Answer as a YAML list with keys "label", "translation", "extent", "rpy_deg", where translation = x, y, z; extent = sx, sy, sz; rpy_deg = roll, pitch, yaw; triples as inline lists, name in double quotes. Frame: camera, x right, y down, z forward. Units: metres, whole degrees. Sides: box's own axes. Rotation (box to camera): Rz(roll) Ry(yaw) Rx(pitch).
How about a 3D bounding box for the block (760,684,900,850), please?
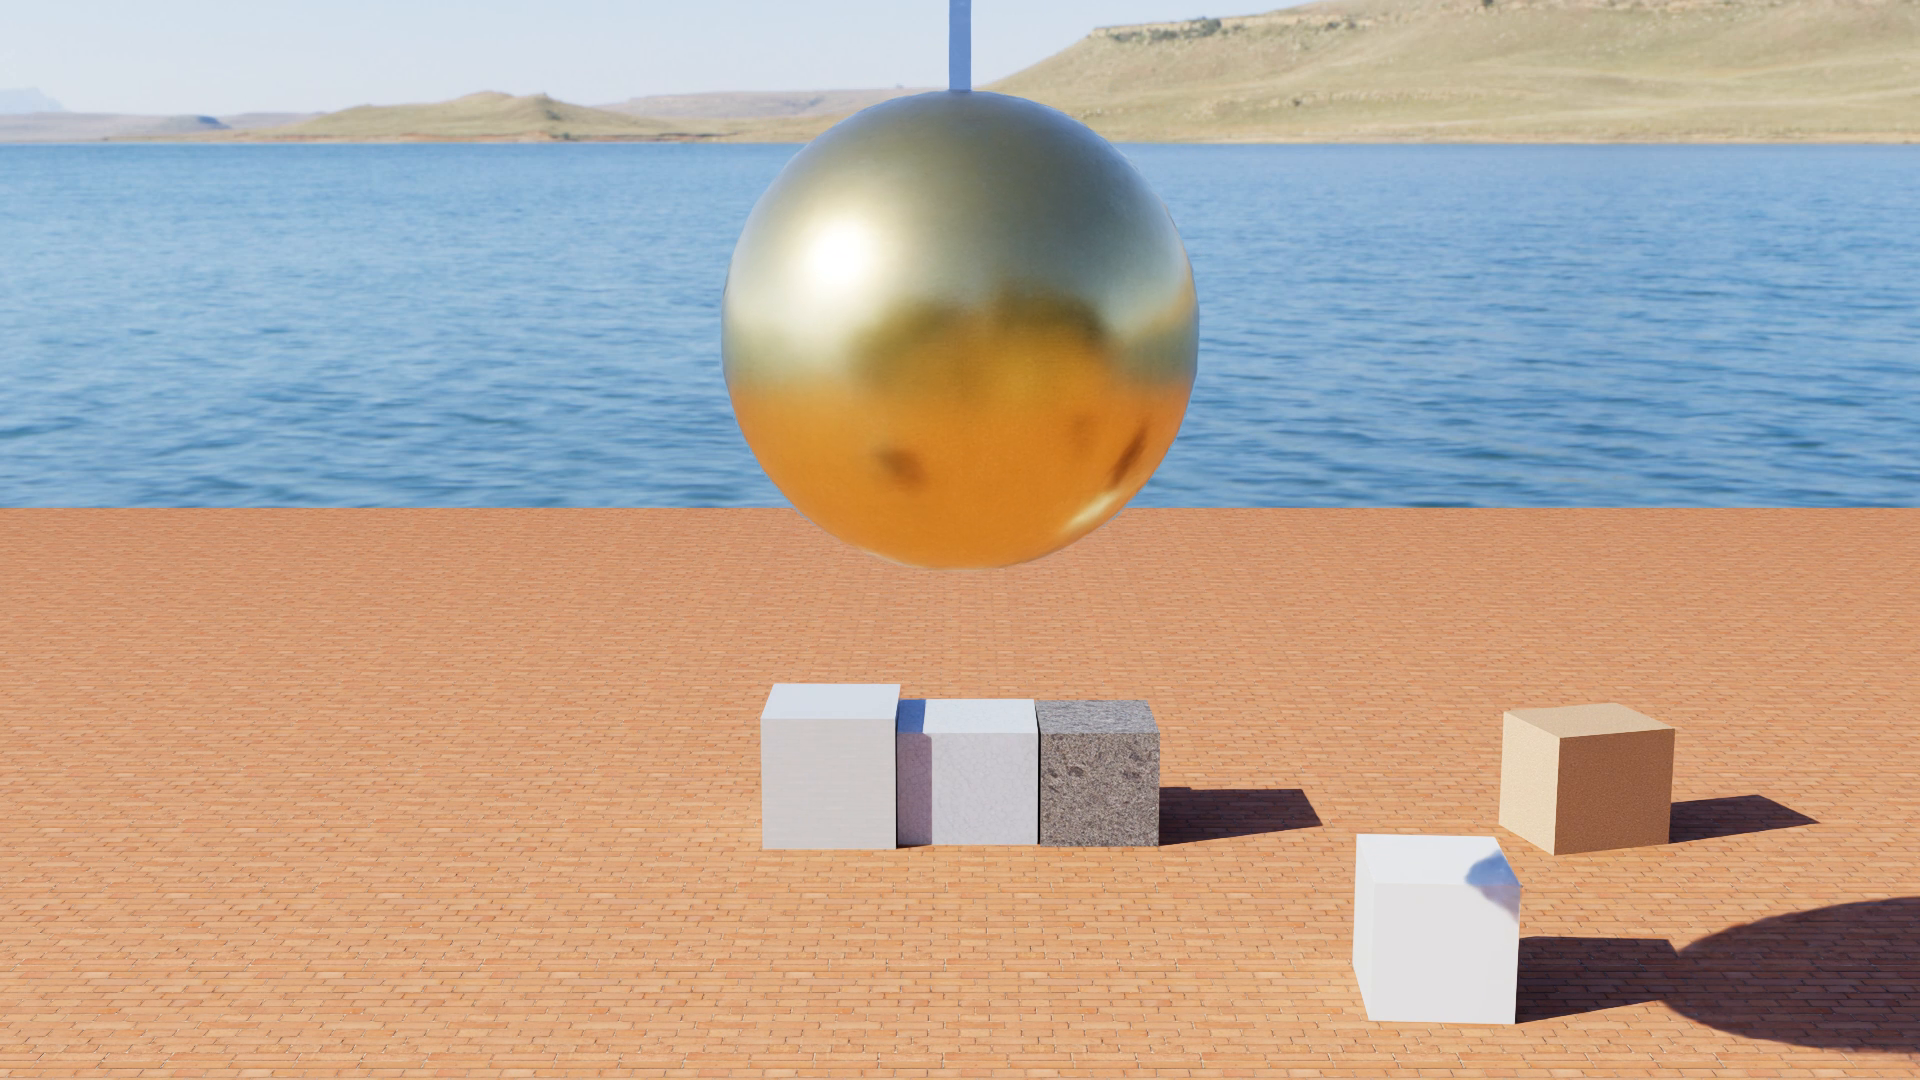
- label: "block"
  translation: [-0.652, 1.155, 11.324]
  extent: [0.668, 0.675, 0.710]
  rpy_deg: [0, 10, 1]

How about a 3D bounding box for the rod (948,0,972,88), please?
- label: "rod"
  translation: [0.000, -3.717, 8.898]
  extent: [0.080, 5.200, 0.080]
  rpy_deg: [0, -27, 0]

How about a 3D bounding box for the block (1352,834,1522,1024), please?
- label: "block"
  translation: [1.964, 1.602, 9.121]
  extent: [0.579, 0.584, 0.625]
  rpy_deg: [1, 10, 4]

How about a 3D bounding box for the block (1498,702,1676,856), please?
- label: "block"
  translation: [3.192, 1.210, 11.221]
  extent: [0.655, 0.605, 0.532]
  rpy_deg: [-3, 11, -16]

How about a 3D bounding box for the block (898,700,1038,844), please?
- label: "block"
  translation: [0.038, 1.191, 11.383]
  extent: [0.705, 0.584, 0.677]
  rpy_deg: [0, 10, 0]

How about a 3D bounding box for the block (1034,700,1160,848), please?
- label: "block"
  translation: [0.696, 1.195, 11.342]
  extent: [0.593, 0.591, 0.658]
  rpy_deg: [0, 10, -1]

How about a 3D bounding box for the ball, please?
- label: "ball"
  translation: [0.000, -0.692, 7.347]
  extent: [1.600, 1.600, 1.600]
  rpy_deg: [0, 10, 0]
